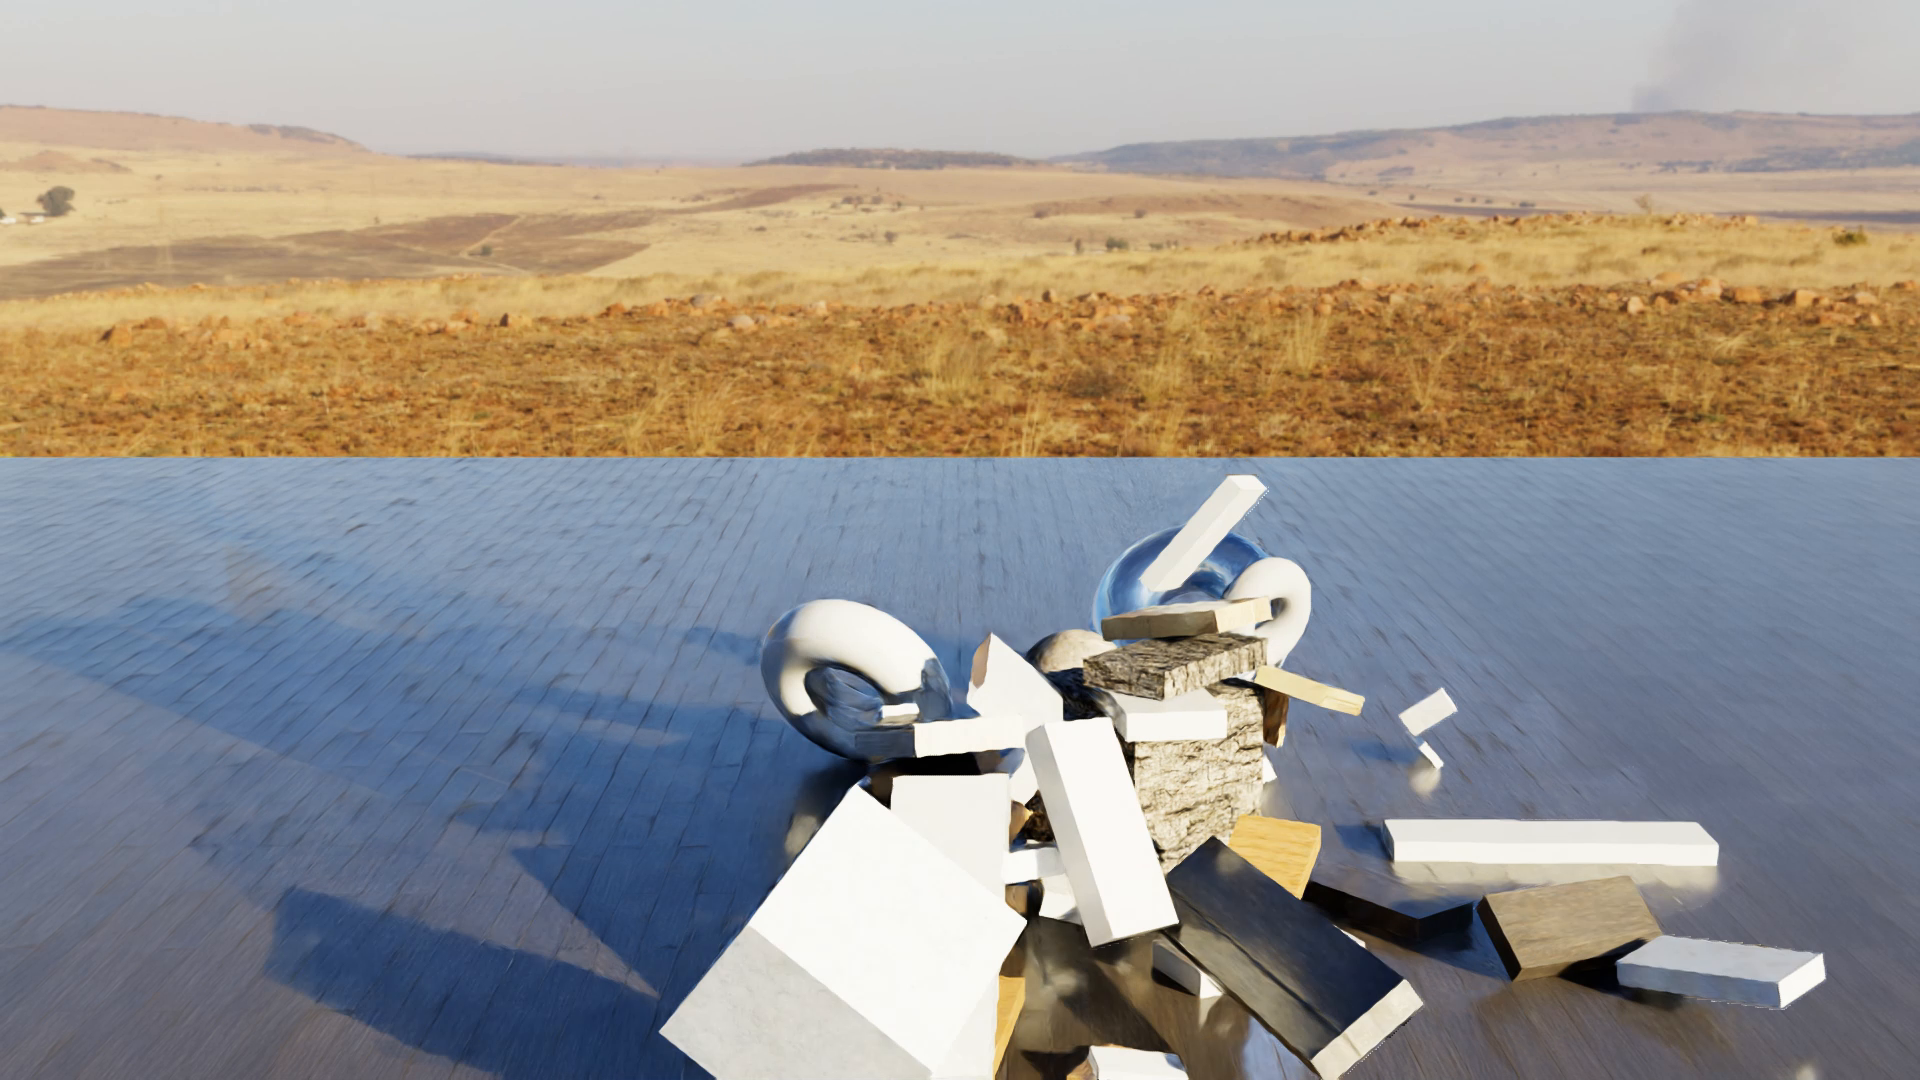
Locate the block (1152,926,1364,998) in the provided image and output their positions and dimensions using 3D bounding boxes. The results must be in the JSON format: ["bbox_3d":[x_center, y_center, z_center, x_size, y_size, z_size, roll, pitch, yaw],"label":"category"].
[{"bbox_3d":[0.453,0.630,3.345,0.287,0.041,0.144,-5,12,-24],"label":"block"}]

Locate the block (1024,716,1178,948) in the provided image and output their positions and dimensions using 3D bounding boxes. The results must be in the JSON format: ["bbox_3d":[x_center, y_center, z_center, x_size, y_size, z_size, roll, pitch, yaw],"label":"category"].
[{"bbox_3d":[0.206,0.422,3.215,0.045,0.320,0.160,-29,-17,37],"label":"block"}]

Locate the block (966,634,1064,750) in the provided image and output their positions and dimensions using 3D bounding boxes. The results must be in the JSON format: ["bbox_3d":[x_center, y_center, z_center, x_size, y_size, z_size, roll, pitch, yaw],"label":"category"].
[{"bbox_3d":[0.093,0.256,3.583,0.160,0.045,0.320,40,10,-5],"label":"block"}]

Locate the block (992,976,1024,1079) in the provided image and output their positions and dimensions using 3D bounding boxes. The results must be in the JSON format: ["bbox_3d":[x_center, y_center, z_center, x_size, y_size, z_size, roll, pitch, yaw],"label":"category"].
[{"bbox_3d":[0.007,0.657,2.969,0.119,0.034,0.239,2,16,12],"label":"block"}]

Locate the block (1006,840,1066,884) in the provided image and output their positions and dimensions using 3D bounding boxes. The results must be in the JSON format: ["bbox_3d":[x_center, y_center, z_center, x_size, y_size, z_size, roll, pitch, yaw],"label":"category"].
[{"bbox_3d":[0.090,0.481,3.275,0.299,0.042,0.149,-3,-6,-34],"label":"block"}]

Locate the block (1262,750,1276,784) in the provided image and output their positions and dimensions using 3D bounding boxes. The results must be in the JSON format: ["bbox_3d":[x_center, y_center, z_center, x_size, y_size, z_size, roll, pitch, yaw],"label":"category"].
[{"bbox_3d":[0.563,0.449,4.264,0.119,0.059,0.017,-12,-17,-48],"label":"block"}]

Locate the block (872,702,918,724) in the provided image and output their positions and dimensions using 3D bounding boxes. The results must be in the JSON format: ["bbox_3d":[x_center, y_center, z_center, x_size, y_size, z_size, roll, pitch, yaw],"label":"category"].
[{"bbox_3d":[-0.105,0.286,3.498,0.058,0.016,0.115,-6,-20,-14],"label":"block"}]

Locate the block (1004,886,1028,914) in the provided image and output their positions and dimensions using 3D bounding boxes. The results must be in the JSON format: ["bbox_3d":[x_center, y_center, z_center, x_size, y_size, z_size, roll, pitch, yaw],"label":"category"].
[{"bbox_3d":[0.021,0.560,3.444,0.149,0.042,0.299,2,-9,6],"label":"block"}]

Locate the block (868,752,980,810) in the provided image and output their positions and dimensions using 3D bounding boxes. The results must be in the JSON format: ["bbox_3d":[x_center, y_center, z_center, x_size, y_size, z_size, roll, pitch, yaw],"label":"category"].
[{"bbox_3d":[-0.042,0.399,3.303,0.166,0.047,0.331,-11,14,-4],"label":"block"}]

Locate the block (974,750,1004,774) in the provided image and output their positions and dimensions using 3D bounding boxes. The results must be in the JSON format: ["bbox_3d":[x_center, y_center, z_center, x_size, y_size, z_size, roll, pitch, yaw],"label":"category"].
[{"bbox_3d":[-0.019,0.469,3.953,0.039,0.138,0.400,-39,-11,29],"label":"block"}]

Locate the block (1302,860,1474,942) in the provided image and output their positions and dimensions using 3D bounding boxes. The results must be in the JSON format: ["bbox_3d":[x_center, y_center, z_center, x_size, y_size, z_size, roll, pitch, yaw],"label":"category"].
[{"bbox_3d":[0.689,0.586,3.589,0.132,0.037,0.264,-8,13,-37],"label":"block"}]

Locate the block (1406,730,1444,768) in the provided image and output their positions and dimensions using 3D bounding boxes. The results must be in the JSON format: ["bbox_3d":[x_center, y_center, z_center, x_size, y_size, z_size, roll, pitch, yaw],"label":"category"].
[{"bbox_3d":[0.937,0.419,4.439,0.017,0.059,0.119,-41,9,5],"label":"block"}]

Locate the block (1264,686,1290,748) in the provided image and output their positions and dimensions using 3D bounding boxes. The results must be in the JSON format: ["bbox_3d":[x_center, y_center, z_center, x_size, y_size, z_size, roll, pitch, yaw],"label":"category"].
[{"bbox_3d":[0.579,0.318,4.082,0.017,0.119,0.059,-14,27,-41],"label":"block"}]

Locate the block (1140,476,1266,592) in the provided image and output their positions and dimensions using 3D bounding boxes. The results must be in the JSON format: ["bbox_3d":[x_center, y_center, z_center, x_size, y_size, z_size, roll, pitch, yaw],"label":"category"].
[{"bbox_3d":[0.480,-0.013,4.347,0.039,0.275,0.138,47,22,18],"label":"block"}]

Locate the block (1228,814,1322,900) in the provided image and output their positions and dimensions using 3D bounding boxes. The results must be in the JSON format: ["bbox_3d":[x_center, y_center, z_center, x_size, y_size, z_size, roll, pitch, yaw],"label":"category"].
[{"bbox_3d":[0.470,0.528,3.433,0.132,0.037,0.264,6,31,21],"label":"block"}]

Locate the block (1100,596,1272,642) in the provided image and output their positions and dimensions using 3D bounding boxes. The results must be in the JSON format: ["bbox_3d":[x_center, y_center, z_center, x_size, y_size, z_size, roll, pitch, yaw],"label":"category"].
[{"bbox_3d":[0.391,0.138,3.828,0.138,0.039,0.275,-12,3,-41],"label":"block"}]

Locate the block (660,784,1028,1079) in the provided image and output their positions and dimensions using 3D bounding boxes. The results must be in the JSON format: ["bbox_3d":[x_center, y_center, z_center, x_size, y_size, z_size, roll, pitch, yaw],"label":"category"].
[{"bbox_3d":[-0.139,0.524,2.642,0.266,0.266,0.266,38,41,1],"label":"block"}]

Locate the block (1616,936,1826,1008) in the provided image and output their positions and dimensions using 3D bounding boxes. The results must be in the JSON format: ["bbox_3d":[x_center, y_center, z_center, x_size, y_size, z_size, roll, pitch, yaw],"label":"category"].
[{"bbox_3d":[1.101,0.624,3.190,0.128,0.036,0.256,-15,8,-41],"label":"block"}]

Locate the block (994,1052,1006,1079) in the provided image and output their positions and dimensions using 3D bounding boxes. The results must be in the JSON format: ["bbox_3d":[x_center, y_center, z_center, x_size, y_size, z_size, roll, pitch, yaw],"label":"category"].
[{"bbox_3d":[-0.010,0.725,2.848,0.119,0.034,0.238,1,11,6],"label":"block"}]

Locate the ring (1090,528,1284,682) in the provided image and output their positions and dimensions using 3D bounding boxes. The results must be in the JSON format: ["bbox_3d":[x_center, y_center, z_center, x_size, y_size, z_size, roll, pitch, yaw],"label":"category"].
[{"bbox_3d":[0.501,0.173,4.758,0.443,0.443,0.148,2,-26,13],"label":"ring"}]

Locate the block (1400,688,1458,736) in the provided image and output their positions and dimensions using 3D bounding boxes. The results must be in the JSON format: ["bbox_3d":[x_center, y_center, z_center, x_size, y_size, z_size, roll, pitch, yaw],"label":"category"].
[{"bbox_3d":[0.858,0.316,4.030,0.094,0.047,0.013,-36,0,26],"label":"block"}]

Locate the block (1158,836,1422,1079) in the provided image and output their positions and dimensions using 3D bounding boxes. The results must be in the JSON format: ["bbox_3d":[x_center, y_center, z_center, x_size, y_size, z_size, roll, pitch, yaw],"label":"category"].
[{"bbox_3d":[0.427,0.572,3.079,0.160,0.045,0.628,-39,18,-7],"label":"block"}]

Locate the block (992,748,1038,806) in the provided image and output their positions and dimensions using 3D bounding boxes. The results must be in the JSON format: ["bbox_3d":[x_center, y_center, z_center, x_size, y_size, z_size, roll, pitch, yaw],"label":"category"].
[{"bbox_3d":[0.087,0.410,3.703,0.046,0.162,0.324,38,11,0],"label":"block"}]

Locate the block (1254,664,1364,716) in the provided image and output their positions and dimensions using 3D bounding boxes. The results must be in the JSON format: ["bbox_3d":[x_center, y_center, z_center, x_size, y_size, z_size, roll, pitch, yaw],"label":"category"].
[{"bbox_3d":[0.623,0.266,3.902,0.128,0.036,0.256,19,0,26],"label":"block"}]

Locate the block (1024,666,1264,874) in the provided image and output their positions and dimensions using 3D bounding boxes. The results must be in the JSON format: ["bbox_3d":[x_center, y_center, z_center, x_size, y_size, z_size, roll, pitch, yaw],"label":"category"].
[{"bbox_3d":[0.325,0.395,3.903,0.298,0.298,0.298,-8,13,-36],"label":"block"}]

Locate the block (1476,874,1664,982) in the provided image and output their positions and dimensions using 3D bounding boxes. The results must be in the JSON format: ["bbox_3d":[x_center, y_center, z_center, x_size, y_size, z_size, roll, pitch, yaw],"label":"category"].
[{"bbox_3d":[0.935,0.592,3.360,0.264,0.037,0.132,-4,48,-20],"label":"block"}]

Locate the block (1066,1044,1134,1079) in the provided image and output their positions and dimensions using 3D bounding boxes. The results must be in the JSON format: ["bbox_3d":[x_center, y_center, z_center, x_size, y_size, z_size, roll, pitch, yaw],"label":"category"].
[{"bbox_3d":[0.198,0.713,2.960,0.061,0.017,0.122,6,12,29],"label":"block"}]

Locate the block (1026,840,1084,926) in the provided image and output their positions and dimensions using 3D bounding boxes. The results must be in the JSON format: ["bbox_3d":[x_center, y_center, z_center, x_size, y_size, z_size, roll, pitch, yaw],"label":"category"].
[{"bbox_3d":[0.188,0.562,3.580,0.144,0.041,0.287,14,7,-6],"label":"block"}]

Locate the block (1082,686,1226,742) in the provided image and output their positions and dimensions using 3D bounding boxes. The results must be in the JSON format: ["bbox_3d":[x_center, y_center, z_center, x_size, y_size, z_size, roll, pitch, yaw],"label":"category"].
[{"bbox_3d":[0.320,0.264,3.669,0.162,0.046,0.351,-2,11,-8],"label":"block"}]

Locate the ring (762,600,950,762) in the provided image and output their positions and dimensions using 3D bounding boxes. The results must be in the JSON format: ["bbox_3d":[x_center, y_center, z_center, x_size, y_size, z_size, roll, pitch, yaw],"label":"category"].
[{"bbox_3d":[-0.206,0.283,4.351,0.403,0.403,0.134,5,43,26],"label":"ring"}]

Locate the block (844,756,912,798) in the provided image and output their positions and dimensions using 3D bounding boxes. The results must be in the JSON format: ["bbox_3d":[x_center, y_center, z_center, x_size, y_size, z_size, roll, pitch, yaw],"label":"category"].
[{"bbox_3d":[-0.132,0.403,3.753,0.016,0.058,0.261,23,30,18],"label":"block"}]

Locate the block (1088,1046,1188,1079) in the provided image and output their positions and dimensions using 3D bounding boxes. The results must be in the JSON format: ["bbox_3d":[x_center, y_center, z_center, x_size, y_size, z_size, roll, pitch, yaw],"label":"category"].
[{"bbox_3d":[0.237,0.704,2.932,0.122,0.017,0.061,8,17,-12],"label":"block"}]

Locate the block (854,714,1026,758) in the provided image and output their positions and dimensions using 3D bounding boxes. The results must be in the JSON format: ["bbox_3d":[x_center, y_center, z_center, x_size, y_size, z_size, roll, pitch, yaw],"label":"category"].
[{"bbox_3d":[-0.036,0.297,3.326,0.166,0.047,0.331,-4,-4,-18],"label":"block"}]

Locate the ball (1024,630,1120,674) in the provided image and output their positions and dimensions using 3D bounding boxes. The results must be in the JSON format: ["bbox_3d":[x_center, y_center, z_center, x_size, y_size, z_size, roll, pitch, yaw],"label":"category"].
[{"bbox_3d":[0.235,0.310,4.476,0.256,0.256,0.256,0,11,0],"label":"ball"}]

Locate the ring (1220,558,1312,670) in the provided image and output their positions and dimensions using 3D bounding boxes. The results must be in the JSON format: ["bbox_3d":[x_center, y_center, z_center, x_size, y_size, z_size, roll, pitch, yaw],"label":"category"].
[{"bbox_3d":[0.623,0.154,4.529,0.251,0.251,0.084,-9,28,-39],"label":"ring"}]

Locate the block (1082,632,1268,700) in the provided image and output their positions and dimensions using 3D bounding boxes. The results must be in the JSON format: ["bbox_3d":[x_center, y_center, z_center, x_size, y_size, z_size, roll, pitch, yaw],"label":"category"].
[{"bbox_3d":[0.368,0.206,3.725,0.162,0.046,0.324,8,12,38],"label":"block"}]

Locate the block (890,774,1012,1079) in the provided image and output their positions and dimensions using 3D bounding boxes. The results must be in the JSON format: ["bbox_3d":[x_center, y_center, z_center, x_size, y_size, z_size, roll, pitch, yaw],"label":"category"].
[{"bbox_3d":[-0.027,0.525,2.979,0.166,0.047,0.501,-2,43,7],"label":"block"}]

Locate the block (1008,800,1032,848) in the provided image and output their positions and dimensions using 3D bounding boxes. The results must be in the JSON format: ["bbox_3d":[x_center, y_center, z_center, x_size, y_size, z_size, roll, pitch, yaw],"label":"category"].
[{"bbox_3d":[0.021,0.450,3.515,0.029,0.102,0.217,42,-16,-26],"label":"block"}]

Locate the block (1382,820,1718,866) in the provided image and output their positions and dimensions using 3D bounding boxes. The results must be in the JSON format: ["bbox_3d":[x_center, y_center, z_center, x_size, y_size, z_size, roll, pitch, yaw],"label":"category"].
[{"bbox_3d":[1.036,0.532,3.880,0.557,0.036,0.128,0,11,2],"label":"block"}]

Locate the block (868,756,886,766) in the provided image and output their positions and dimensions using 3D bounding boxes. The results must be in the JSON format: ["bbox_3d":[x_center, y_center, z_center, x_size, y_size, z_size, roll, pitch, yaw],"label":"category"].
[{"bbox_3d":[-0.119,0.346,3.774,0.016,0.058,0.115,23,36,18],"label":"block"}]
